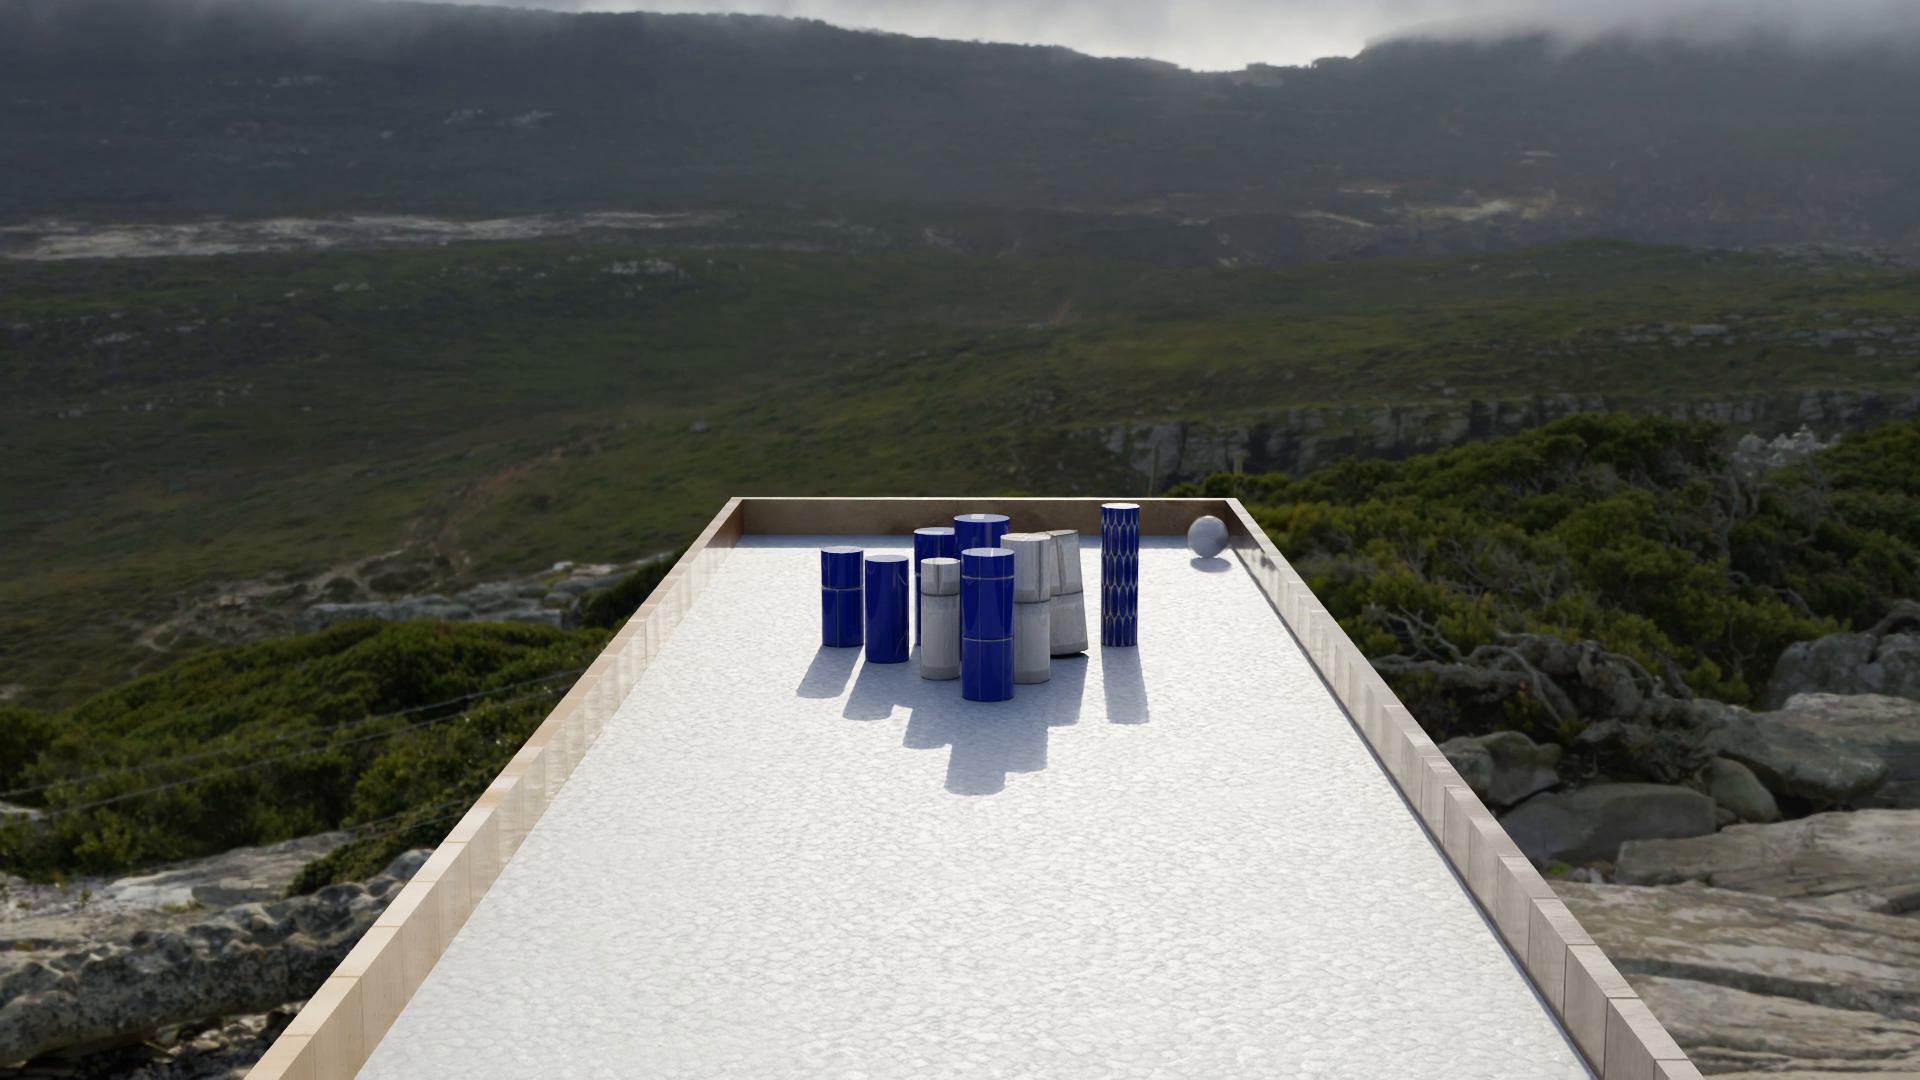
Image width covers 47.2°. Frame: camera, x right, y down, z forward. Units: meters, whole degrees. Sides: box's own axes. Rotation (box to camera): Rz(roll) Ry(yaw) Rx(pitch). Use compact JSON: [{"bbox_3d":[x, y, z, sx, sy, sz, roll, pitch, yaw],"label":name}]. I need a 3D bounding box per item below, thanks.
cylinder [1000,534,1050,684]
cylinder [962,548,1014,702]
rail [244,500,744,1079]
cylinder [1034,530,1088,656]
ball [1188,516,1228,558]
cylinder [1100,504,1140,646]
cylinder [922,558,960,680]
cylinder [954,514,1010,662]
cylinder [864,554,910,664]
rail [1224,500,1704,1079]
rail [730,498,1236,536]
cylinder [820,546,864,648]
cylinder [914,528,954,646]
[{"bbox_3d":[0.190,0.199,6.406,0.146,0.421,0.146,0,9,0],"label":"cylinder"},{"bbox_3d":[0.078,0.238,6.185,0.147,0.414,0.147,0,9,0],"label":"cylinder"},{"bbox_3d":[-1.004,0.839,3.234,0.050,0.150,12.000,0,9,1],"label":"rail"},{"bbox_3d":[0.297,0.161,6.773,0.167,0.366,0.167,-5,5,0],"label":"cylinder"},{"bbox_3d":[0.967,-0.013,8.575,0.162,0.162,0.162,0,9,0],"label":"ball"},{"bbox_3d":[0.502,0.110,6.918,0.119,0.438,0.119,0,9,0],"label":"cylinder"},{"bbox_3d":[-0.057,0.232,6.445,0.114,0.345,0.114,0,9,0],"label":"cylinder"},{"bbox_3d":[0.066,0.147,6.703,0.169,0.432,0.169,0,9,0],"label":"cylinder"},{"bbox_3d":[-0.222,0.209,6.689,0.136,0.313,0.136,0,9,0],"label":"cylinder"},{"bbox_3d":[1.046,0.843,3.208,0.050,0.150,12.000,0,9,1],"label":"rail"},{"bbox_3d":[0.099,-0.098,9.147,2.100,0.150,0.050,0,9,1],"label":"rail"},{"bbox_3d":[-0.369,0.178,6.923,0.136,0.301,0.136,0,9,0],"label":"cylinder"},{"bbox_3d":[-0.066,0.148,6.934,0.158,0.357,0.158,0,9,0],"label":"cylinder"}]
